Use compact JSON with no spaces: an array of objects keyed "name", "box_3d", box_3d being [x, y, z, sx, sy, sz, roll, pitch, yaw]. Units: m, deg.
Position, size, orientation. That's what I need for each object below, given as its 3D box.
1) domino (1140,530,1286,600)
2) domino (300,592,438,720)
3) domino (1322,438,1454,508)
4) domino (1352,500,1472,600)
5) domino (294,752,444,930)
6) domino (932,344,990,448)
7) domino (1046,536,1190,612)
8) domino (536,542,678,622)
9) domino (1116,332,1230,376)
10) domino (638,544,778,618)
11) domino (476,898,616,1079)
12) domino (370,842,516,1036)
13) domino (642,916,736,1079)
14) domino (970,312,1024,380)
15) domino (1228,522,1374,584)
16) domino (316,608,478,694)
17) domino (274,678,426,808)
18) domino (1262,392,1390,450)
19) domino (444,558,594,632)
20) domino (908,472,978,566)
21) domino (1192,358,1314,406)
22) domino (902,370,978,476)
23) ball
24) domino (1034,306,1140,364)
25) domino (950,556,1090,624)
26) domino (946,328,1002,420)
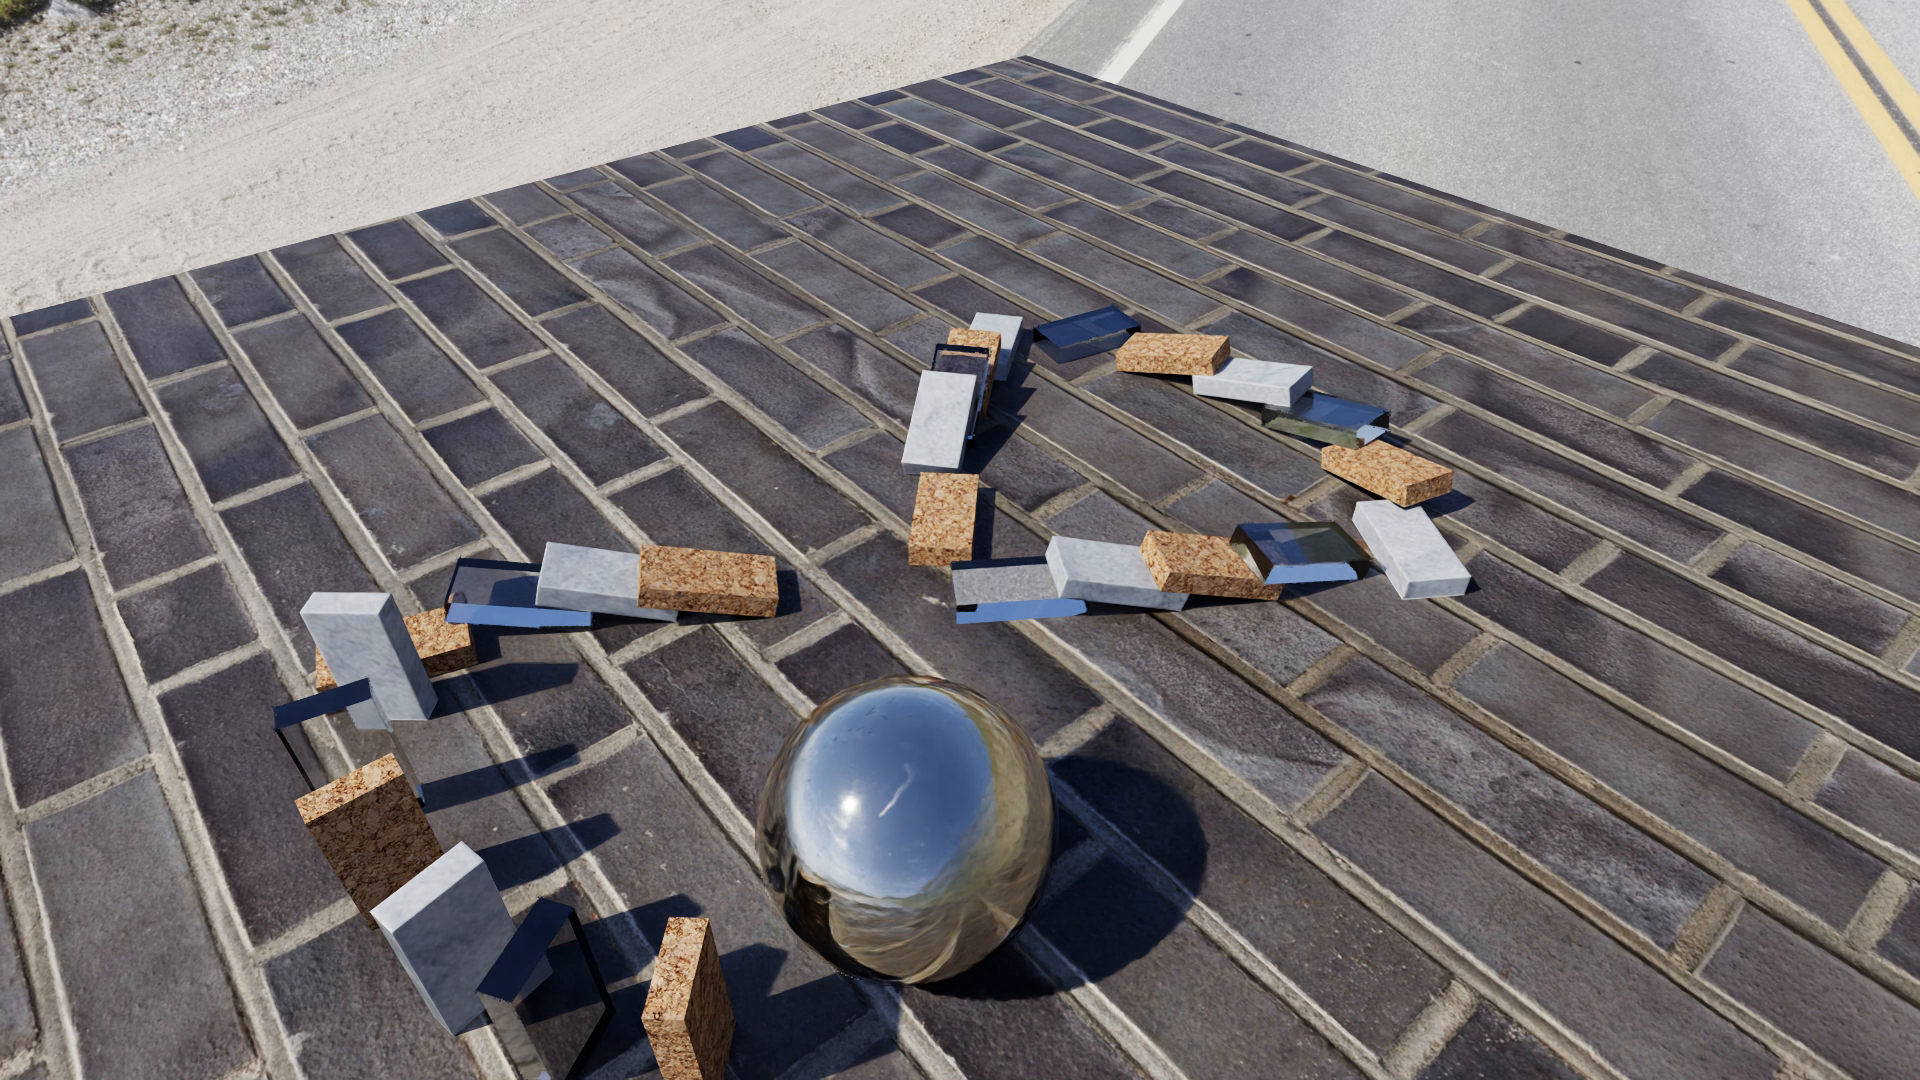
[{"name":"domino","box_3d":[0.097,0.010,0.422,0.050,0.009,0.025,5,37,-18]},{"name":"domino","box_3d":[-0.194,0.039,0.364,0.025,0.050,0.010,1,39,1]},{"name":"domino","box_3d":[0.182,-0.030,0.471,0.025,0.009,0.050,-16,29,-19]},{"name":"domino","box_3d":[0.180,0.003,0.440,0.025,0.010,0.050,-4,40,-5]},{"name":"domino","box_3d":[-0.162,0.085,0.308,0.025,0.050,0.010,-28,47,-30]},{"name":"domino","box_3d":[-0.002,-0.068,0.511,0.025,0.010,0.050,6,62,8]},{"name":"domino","box_3d":[0.060,0.013,0.418,0.050,0.009,0.025,7,37,-16]},{"name":"domino","box_3d":[-0.131,0.016,0.413,0.050,0.010,0.025,9,37,-18]},{"name":"domino","box_3d":[0.106,-0.093,0.548,0.050,0.009,0.025,9,38,32]},{"name":"domino","box_3d":[-0.095,0.015,0.414,0.050,0.010,0.025,6,37,-19]},{"name":"domino","box_3d":[-0.101,0.114,0.272,0.010,0.050,0.025,11,41,13]},{"name":"domino","box_3d":[-0.130,0.104,0.285,0.010,0.050,0.025,26,46,28]},{"name":"domino","box_3d":[-0.065,0.117,0.268,0.009,0.050,0.025,2,39,2]},{"name":"domino","box_3d":[0.016,-0.100,0.566,0.025,0.010,0.050,8,40,9]},{"name":"domino","box_3d":[0.133,0.005,0.428,0.050,0.009,0.025,-2,38,-26]},{"name":"domino","box_3d":[-0.202,0.040,0.394,0.050,0.010,0.025,-16,42,-19]},{"name":"domino","box_3d":[-0.183,0.066,0.331,0.025,0.050,0.010,-19,43,-22]},{"name":"domino","box_3d":[0.166,-0.056,0.502,0.025,0.009,0.050,-28,33,-30]},{"name":"domino","box_3d":[-0.162,0.020,0.410,0.050,0.010,0.025,5,38,-14]},{"name":"domino","box_3d":[-0.006,-0.009,0.454,0.025,0.009,0.050,3,39,3]},{"name":"domino","box_3d":[0.140,-0.077,0.528,0.050,0.009,0.025,15,40,39]},{"name":"domino","box_3d":[-0.009,-0.052,0.492,0.025,0.010,0.050,7,62,8]},{"name":"ball","box_3d":[-0.014,0.076,0.295,0.080,0.080,0.080,0,39,0]},{"name":"domino","box_3d":[0.066,-0.108,0.575,0.050,0.010,0.025,-19,43,-21]},{"name":"domino","box_3d":[0.022,0.018,0.421,0.050,0.009,0.025,-4,39,-4]},{"name":"domino","box_3d":[0.004,-0.081,0.533,0.025,0.010,0.050,7,54,8]}]
